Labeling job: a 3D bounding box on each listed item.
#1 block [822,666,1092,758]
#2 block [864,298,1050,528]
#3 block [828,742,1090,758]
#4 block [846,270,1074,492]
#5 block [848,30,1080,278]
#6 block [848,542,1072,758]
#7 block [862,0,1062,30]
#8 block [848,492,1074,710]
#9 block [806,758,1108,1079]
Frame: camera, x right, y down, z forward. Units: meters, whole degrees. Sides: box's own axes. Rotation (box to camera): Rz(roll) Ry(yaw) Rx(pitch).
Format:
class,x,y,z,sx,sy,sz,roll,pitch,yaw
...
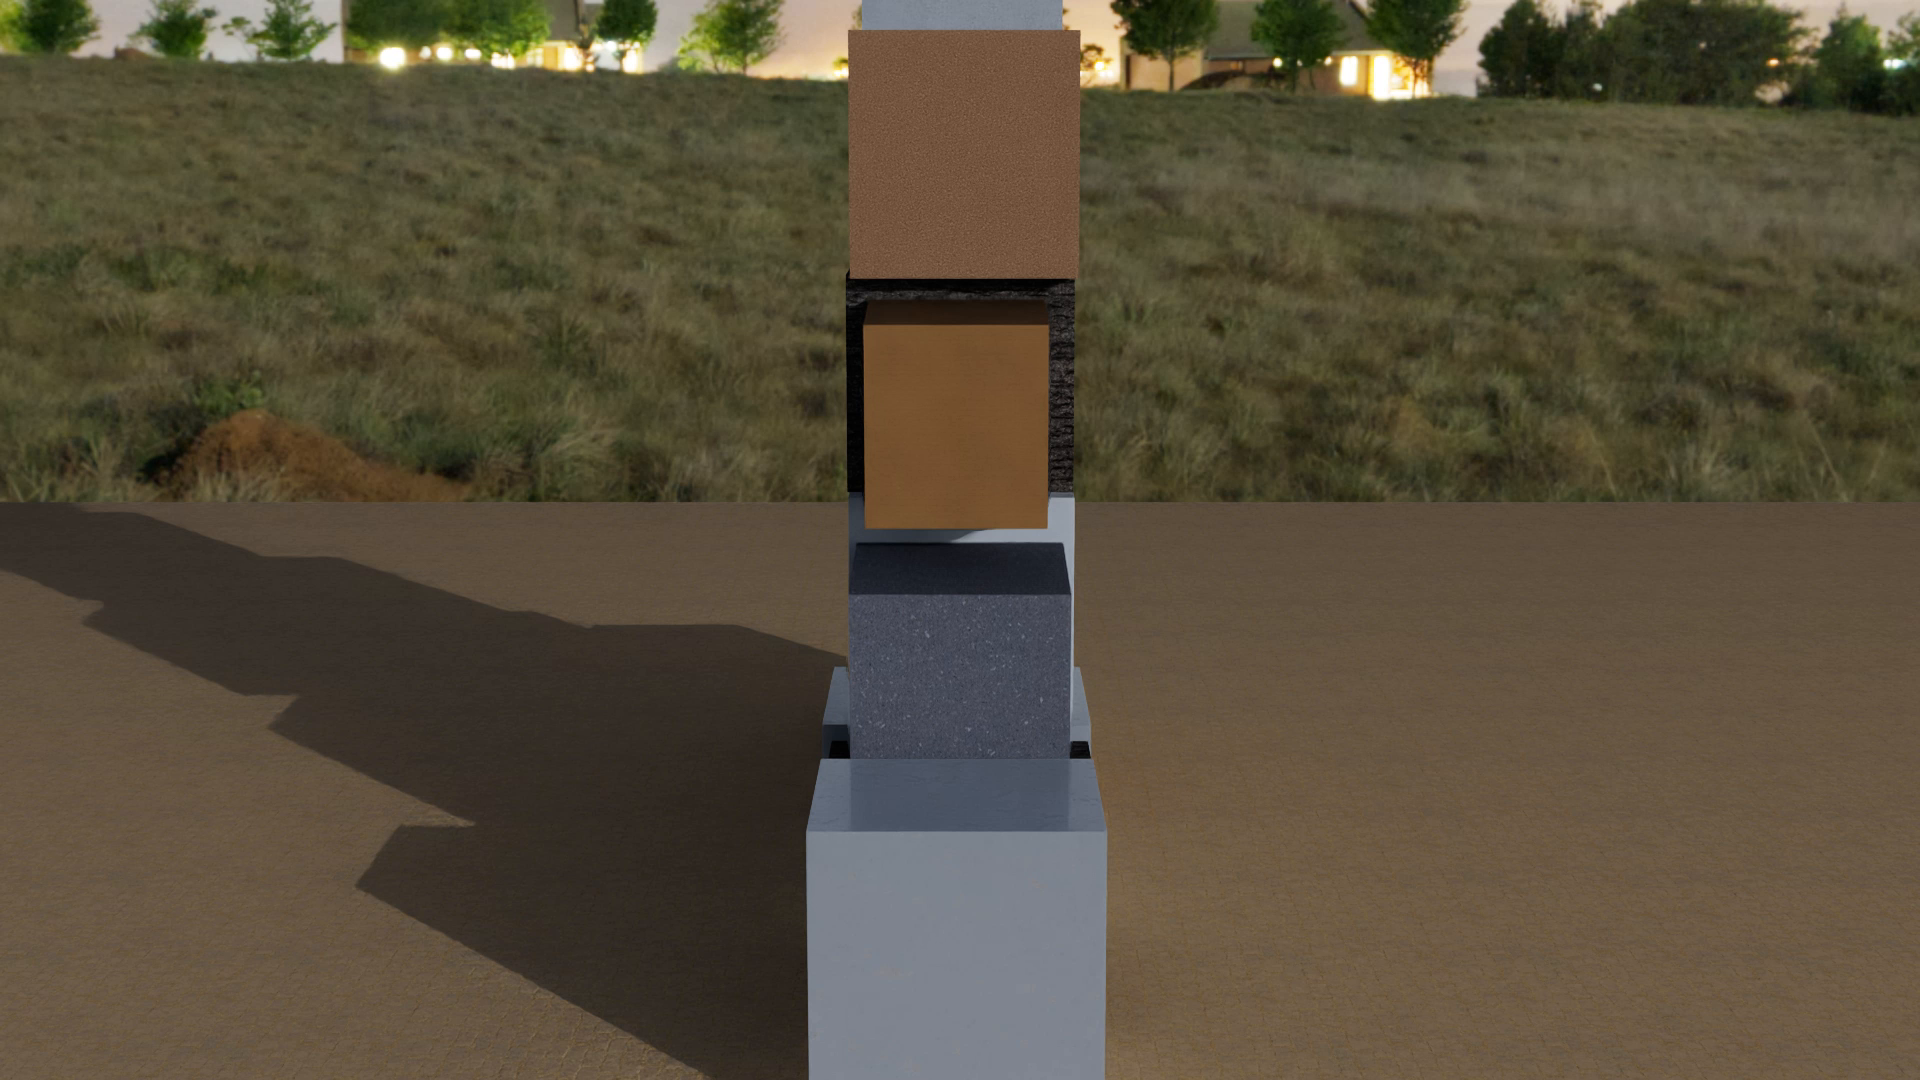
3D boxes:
class,x,y,z,sx,sy,sz,roll,pitch,yaw
block,-0.013,1.109,10.845,1.076,0.939,1.016,0,10,0
block,-0.014,-0.505,10.043,0.699,0.788,0.653,0,14,0
block,-0.001,1.314,9.900,1.024,0.873,0.895,0,10,0
block,0.001,-0.714,10.857,0.922,0.882,0.952,0,10,0
block,0.017,-1.583,10.472,0.906,0.965,0.823,0,10,0
block,0.000,0.444,10.003,0.829,0.698,0.791,0,14,0
block,0.009,-2.487,10.728,0.813,0.721,0.807,0,10,0
block,0.006,0.188,10.824,0.911,0.881,0.849,0,10,0
block,-0.011,1.392,8.986,0.992,1.045,0.912,0,10,0
